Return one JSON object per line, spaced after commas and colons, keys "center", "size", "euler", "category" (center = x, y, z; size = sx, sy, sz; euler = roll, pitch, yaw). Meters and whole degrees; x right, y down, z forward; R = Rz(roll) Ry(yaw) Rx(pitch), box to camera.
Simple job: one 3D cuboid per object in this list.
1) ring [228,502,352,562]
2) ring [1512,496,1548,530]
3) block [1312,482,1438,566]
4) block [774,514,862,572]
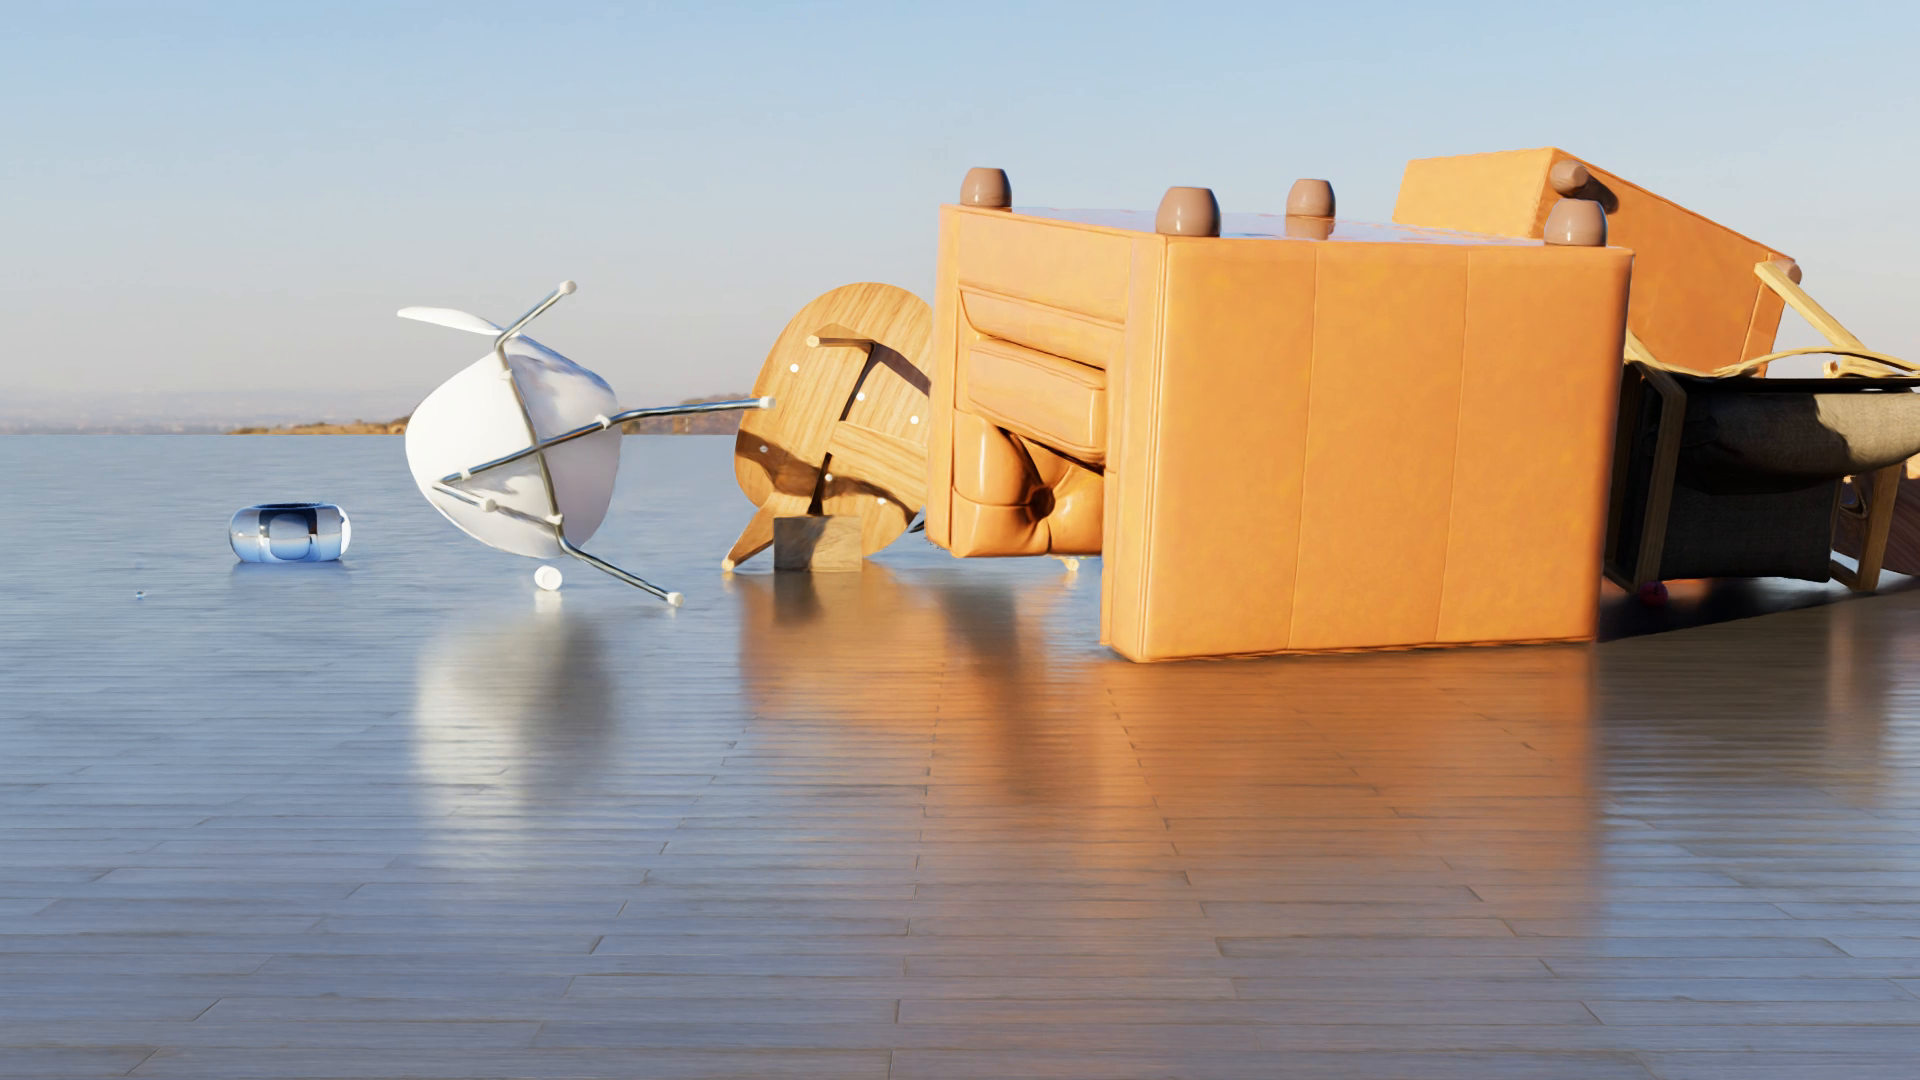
{"center": [-1.762, -0.019, 5.784], "size": [0.314, 0.145, 0.280], "euler": [-1, 5, 5], "category": "ring"}
{"center": [1.831, -0.086, 7.064], "size": [0.124, 0.098, 0.059], "euler": [34, 32, 13], "category": "ring"}
{"center": [1.078, -0.043, 5.726], "size": [0.176, 0.199, 0.276], "euler": [-2, 5, -32], "category": "block"}
{"center": [-0.354, 0.006, 5.480], "size": [0.218, 0.135, 0.143], "euler": [0, 4, -3], "category": "block"}
